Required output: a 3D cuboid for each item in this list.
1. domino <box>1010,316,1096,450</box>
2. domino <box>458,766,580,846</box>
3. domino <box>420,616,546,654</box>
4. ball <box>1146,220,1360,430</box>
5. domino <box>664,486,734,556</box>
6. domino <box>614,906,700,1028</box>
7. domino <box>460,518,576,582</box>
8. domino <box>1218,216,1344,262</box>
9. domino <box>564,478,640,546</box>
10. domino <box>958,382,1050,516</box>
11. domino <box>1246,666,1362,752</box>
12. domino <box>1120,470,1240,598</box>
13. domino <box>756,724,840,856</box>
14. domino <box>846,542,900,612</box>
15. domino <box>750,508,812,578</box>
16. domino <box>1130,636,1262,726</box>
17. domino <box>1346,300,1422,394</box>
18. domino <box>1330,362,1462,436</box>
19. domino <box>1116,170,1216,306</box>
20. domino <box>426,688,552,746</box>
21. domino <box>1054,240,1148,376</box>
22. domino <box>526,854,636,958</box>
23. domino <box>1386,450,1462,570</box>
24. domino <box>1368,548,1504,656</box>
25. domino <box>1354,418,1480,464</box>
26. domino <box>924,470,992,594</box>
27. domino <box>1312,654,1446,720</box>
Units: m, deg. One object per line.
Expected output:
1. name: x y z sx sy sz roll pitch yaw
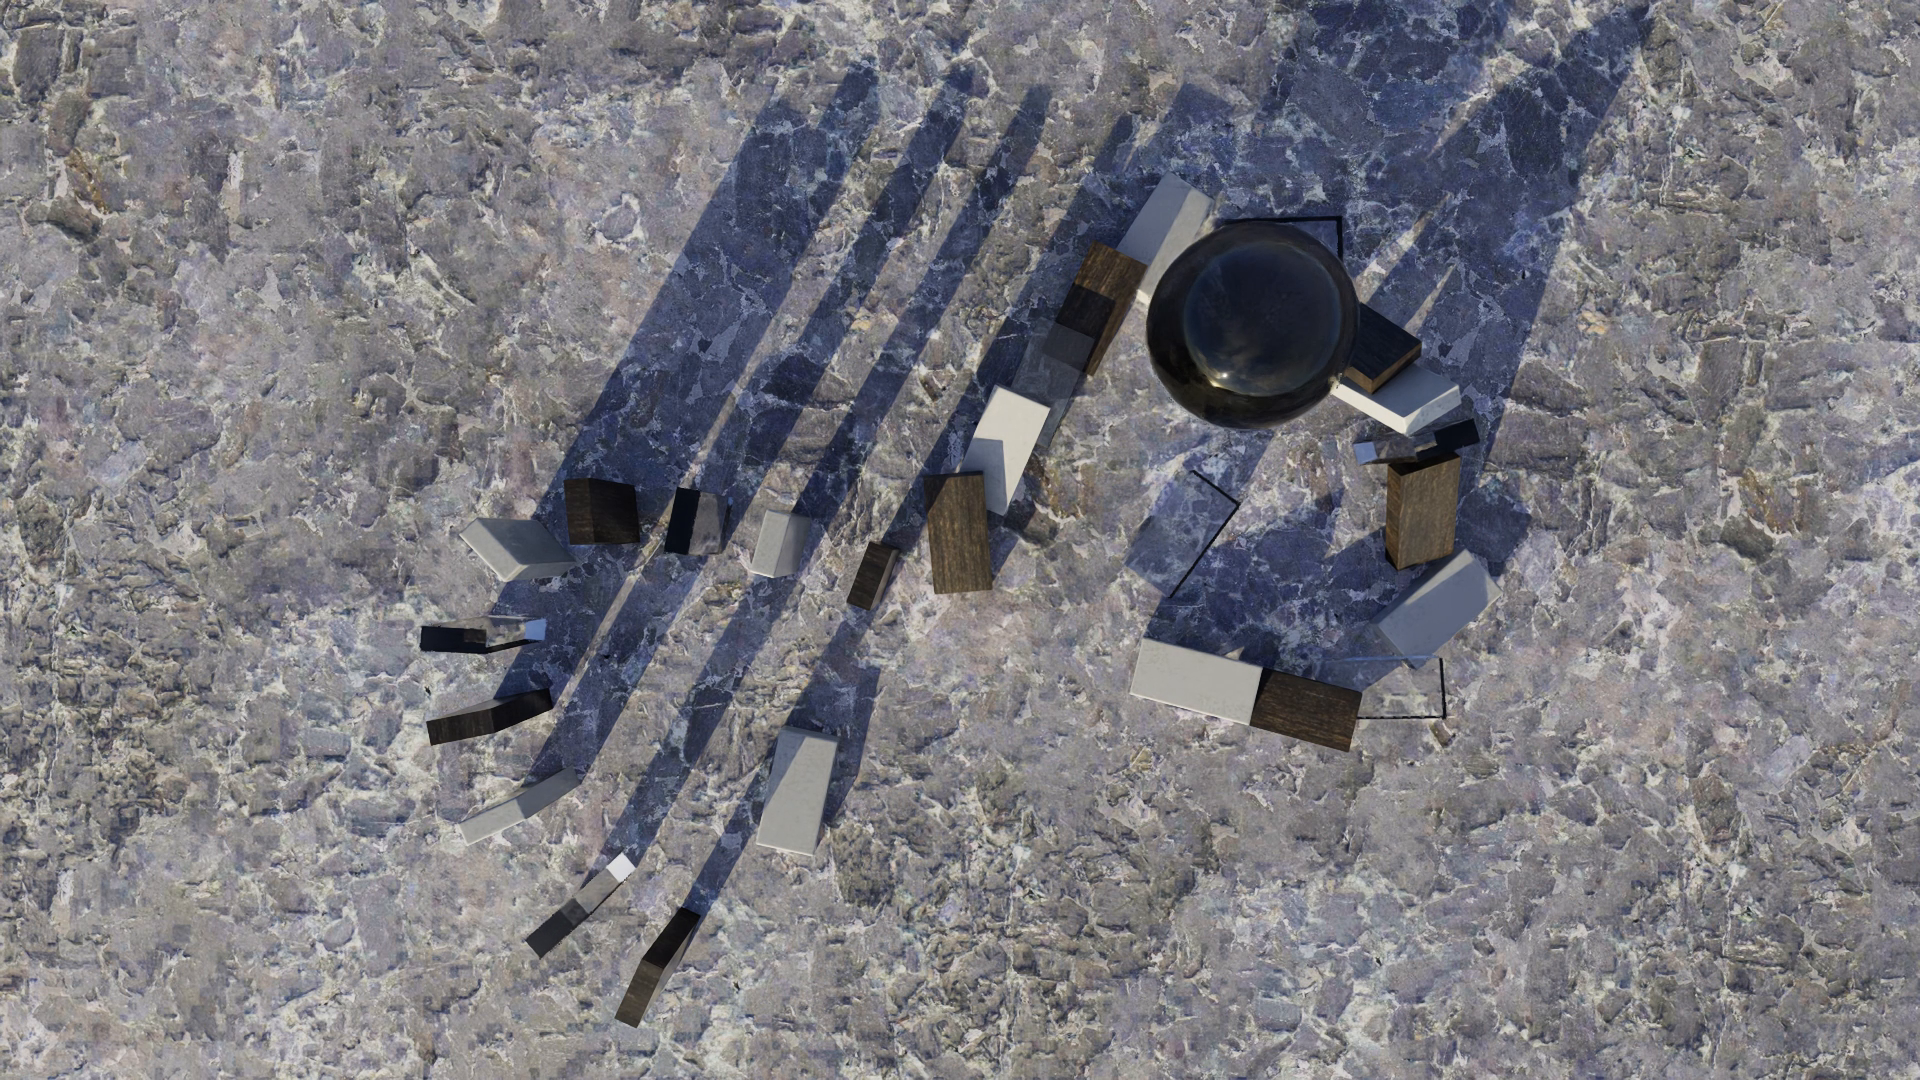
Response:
1. domino: 0.036 -0.066 0.389 0.025 0.010 0.050 23 105 0
2. domino: -0.179 0.108 0.375 0.025 0.050 0.010 -24 90 0
3. domino: -0.194 0.038 0.375 0.025 0.050 0.010 3 90 0
4. ball: 0.114 -0.083 0.360 0.080 0.080 0.080 0 90 0
5. domino: -0.106 -0.007 0.375 0.009 0.050 0.025 12 90 0
6. domino: -0.123 0.173 0.375 0.009 0.050 0.025 25 90 0
7. domino: -0.179 0.004 0.375 0.010 0.050 0.025 -44 90 0
8. domino: 0.138 -0.125 0.395 0.050 0.009 0.025 -2 90 0
9. domino: -0.146 -0.011 0.375 0.010 0.050 0.025 -6 90 0
10. domino: 0.017 -0.038 0.388 0.025 0.010 0.050 23 107 0
11. domino: 0.141 0.070 0.388 0.050 0.010 0.025 13 90 17
12. domino: 0.095 -0.003 0.395 0.025 0.010 0.050 37 90 0
13. domino: -0.070 0.108 0.395 0.025 0.009 0.050 12 90 0
14. domino: -0.035 0.014 0.375 0.010 0.050 0.025 21 90 0
15. domino: -0.072 0.001 0.375 0.009 0.050 0.025 15 90 0
16. domino: 0.100 0.059 0.390 0.050 0.010 0.025 13 90 14
17. domino: 0.163 -0.085 0.382 0.025 0.009 0.050 -38 55 0
18. domino: 0.176 -0.063 0.377 0.025 0.050 0.010 -31 125 0
19. domino: 0.085 -0.130 0.395 0.025 0.009 0.050 33 90 0
20. domino: -0.191 0.072 0.375 0.025 0.050 0.010 -11 90 0
21. domino: 0.057 -0.098 0.390 0.025 0.010 0.050 26 104 0
22. domino: -0.154 0.148 0.375 0.025 0.050 0.009 -41 90 0
23. domino: 0.192 -0.012 0.382 0.025 0.009 0.050 -18 126 0
24. domino: 0.205 0.029 0.395 0.050 0.009 0.025 -41 90 0
25. domino: 0.185 -0.040 0.375 0.025 0.050 0.010 -18 94 0
26. domino: -0.001 -0.003 0.389 0.025 0.010 0.050 -5 105 1
27. domino: 0.177 0.063 0.389 0.050 0.010 0.025 -4 90 15
